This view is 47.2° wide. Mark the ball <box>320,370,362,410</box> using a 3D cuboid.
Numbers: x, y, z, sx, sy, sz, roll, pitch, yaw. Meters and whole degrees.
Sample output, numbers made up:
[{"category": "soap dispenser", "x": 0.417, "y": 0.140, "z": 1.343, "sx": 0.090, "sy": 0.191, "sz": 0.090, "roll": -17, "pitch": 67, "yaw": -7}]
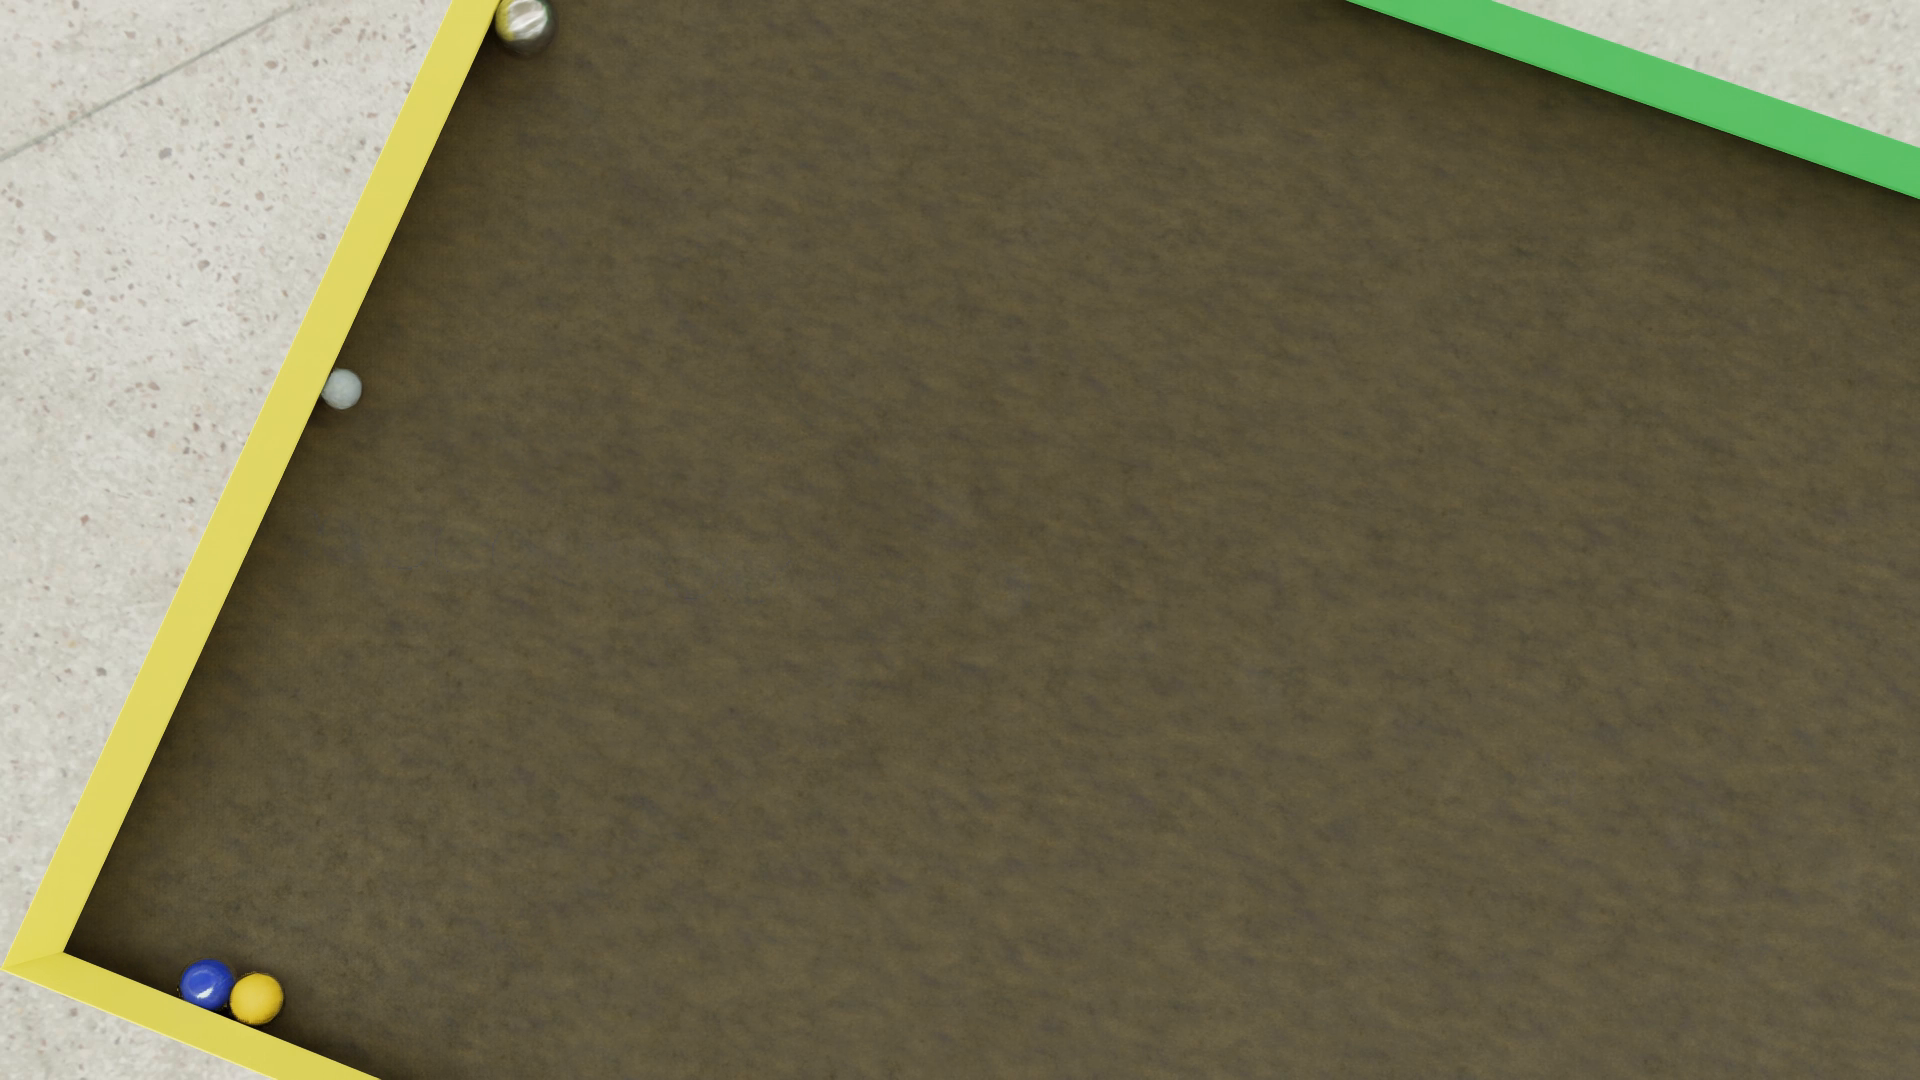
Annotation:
[{"category": "ball", "x": -0.947, "y": -0.231, "z": 3.367, "sx": 0.061, "sy": 0.061, "sz": 0.061, "roll": 0, "pitch": 78, "yaw": 0}]

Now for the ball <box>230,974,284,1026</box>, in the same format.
[{"category": "ball", "x": -1.012, "y": 0.662, "z": 3.164, "sx": 0.074, "sy": 0.074, "sz": 0.074, "roll": 0, "pitch": 78, "yaw": 0}]

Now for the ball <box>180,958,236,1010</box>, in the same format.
[{"category": "ball", "x": -1.084, "y": 0.641, "z": 3.168, "sx": 0.075, "sy": 0.075, "sz": 0.075, "roll": 0, "pitch": 78, "yaw": 0}]

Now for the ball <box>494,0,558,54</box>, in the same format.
[{"category": "ball", "x": -0.686, "y": -0.818, "z": 3.477, "sx": 0.098, "sy": 0.098, "sz": 0.098, "roll": 0, "pitch": 78, "yaw": 0}]

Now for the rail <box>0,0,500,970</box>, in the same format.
[{"category": "rail", "x": -0.942, "y": -0.356, "z": 3.359, "sx": 0.045, "sy": 0.128, "sz": 2.148, "roll": 20, "pitch": 78, "yaw": 4}]

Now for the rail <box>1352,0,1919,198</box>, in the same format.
[{"category": "rail", "x": 1.338, "y": -0.606, "z": 3.415, "sx": 4.128, "sy": 0.128, "sz": 0.045, "roll": 20, "pitch": 78, "yaw": 4}]

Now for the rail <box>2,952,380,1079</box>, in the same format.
[{"category": "rail", "x": 0.591, "y": 1.311, "z": 2.992, "sx": 4.128, "sy": 0.128, "sz": 0.045, "roll": 20, "pitch": 78, "yaw": 4}]
